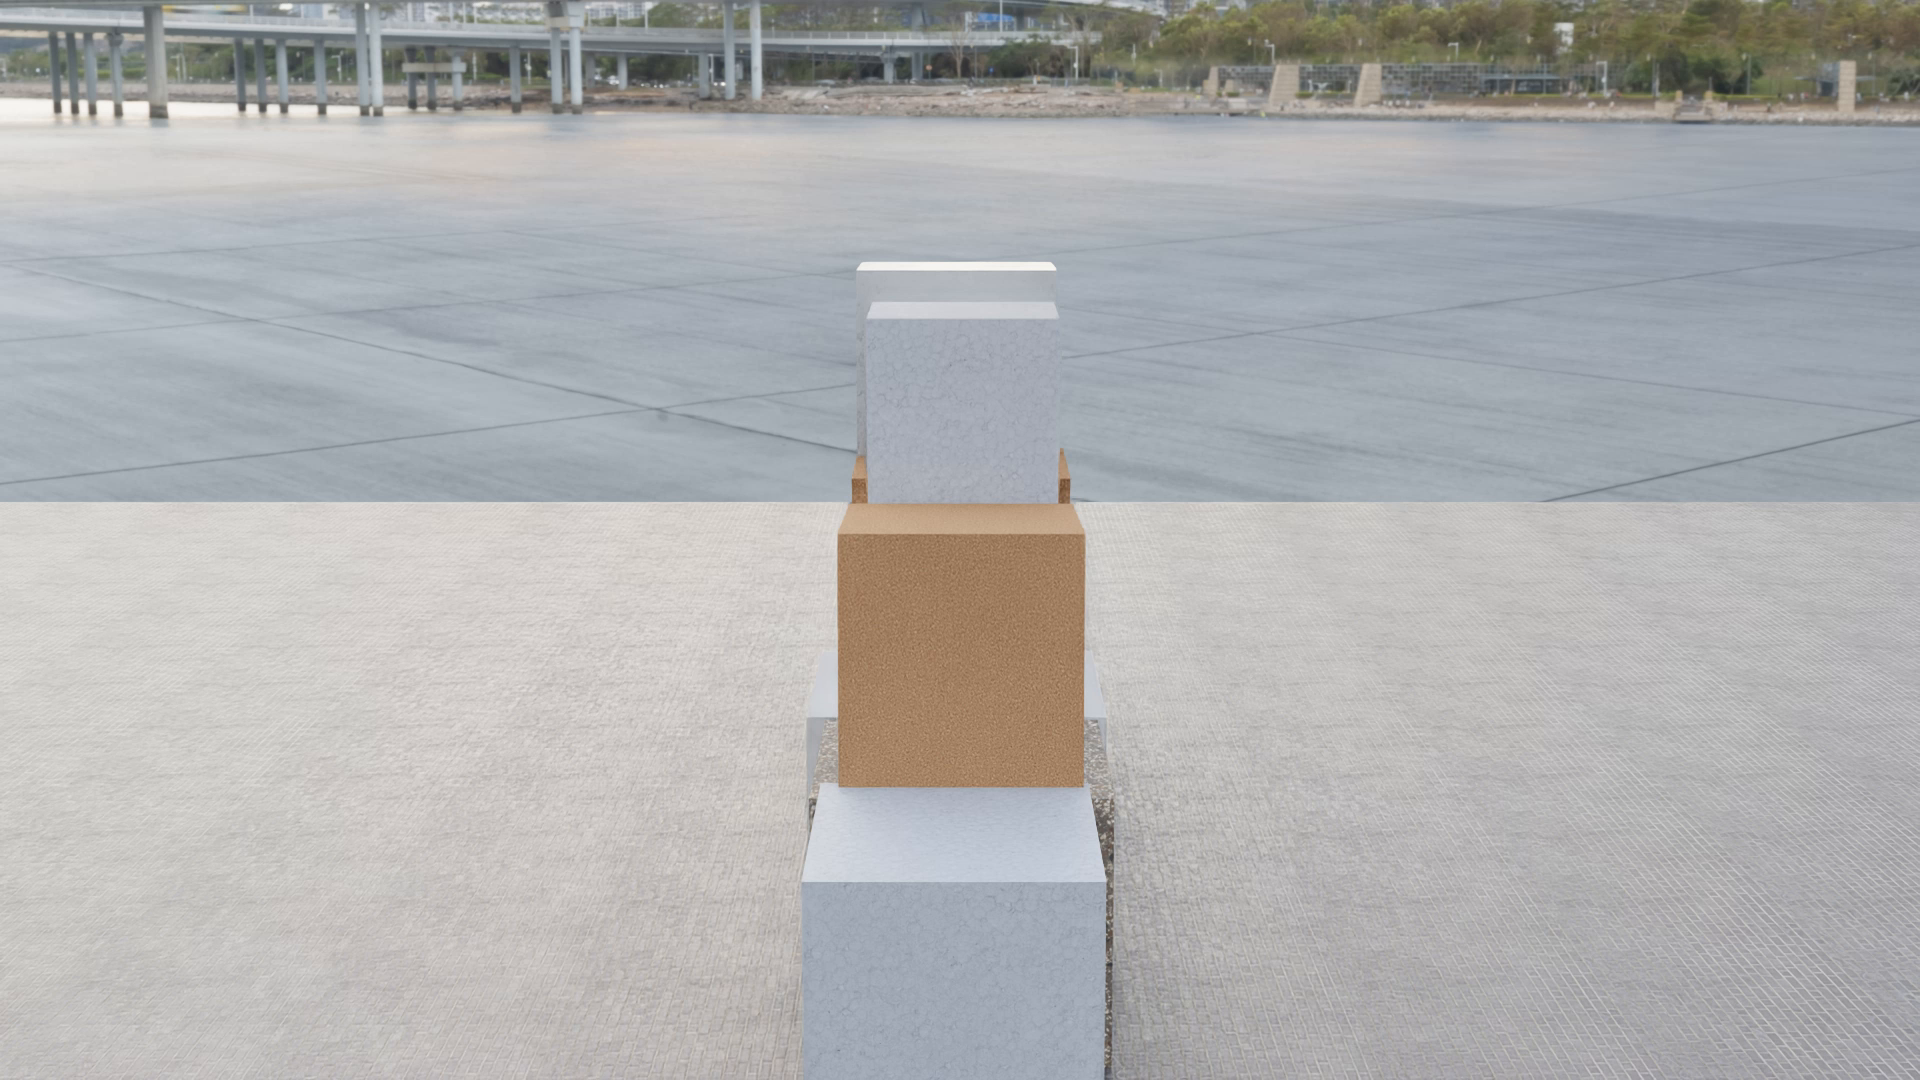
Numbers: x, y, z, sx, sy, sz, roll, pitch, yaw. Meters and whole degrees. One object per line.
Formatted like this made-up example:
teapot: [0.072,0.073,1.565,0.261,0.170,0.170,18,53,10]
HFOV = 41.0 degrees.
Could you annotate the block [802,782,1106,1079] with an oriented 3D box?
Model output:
block: [-0.019,1.470,8.528,0.937,1.056,1.118,0,10,0]

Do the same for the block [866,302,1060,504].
block: [0.012,-0.546,10.044,0.728,0.709,0.675,0,11,0]

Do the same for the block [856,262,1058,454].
block: [-0.014,-0.815,11.385,0.858,0.795,0.734,0,9,0]

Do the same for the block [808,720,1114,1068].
block: [0.006,1.298,9.643,1.073,0.996,1.117,0,10,0]

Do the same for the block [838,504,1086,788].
block: [0.004,0.360,9.364,0.852,0.886,1.025,0,7,0]

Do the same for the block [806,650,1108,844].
block: [-0.014,1.086,10.786,1.186,1.004,1.188,0,10,0]

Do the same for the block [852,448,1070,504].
block: [0.005,0.046,11.006,0.900,0.765,0.836,0,11,0]
